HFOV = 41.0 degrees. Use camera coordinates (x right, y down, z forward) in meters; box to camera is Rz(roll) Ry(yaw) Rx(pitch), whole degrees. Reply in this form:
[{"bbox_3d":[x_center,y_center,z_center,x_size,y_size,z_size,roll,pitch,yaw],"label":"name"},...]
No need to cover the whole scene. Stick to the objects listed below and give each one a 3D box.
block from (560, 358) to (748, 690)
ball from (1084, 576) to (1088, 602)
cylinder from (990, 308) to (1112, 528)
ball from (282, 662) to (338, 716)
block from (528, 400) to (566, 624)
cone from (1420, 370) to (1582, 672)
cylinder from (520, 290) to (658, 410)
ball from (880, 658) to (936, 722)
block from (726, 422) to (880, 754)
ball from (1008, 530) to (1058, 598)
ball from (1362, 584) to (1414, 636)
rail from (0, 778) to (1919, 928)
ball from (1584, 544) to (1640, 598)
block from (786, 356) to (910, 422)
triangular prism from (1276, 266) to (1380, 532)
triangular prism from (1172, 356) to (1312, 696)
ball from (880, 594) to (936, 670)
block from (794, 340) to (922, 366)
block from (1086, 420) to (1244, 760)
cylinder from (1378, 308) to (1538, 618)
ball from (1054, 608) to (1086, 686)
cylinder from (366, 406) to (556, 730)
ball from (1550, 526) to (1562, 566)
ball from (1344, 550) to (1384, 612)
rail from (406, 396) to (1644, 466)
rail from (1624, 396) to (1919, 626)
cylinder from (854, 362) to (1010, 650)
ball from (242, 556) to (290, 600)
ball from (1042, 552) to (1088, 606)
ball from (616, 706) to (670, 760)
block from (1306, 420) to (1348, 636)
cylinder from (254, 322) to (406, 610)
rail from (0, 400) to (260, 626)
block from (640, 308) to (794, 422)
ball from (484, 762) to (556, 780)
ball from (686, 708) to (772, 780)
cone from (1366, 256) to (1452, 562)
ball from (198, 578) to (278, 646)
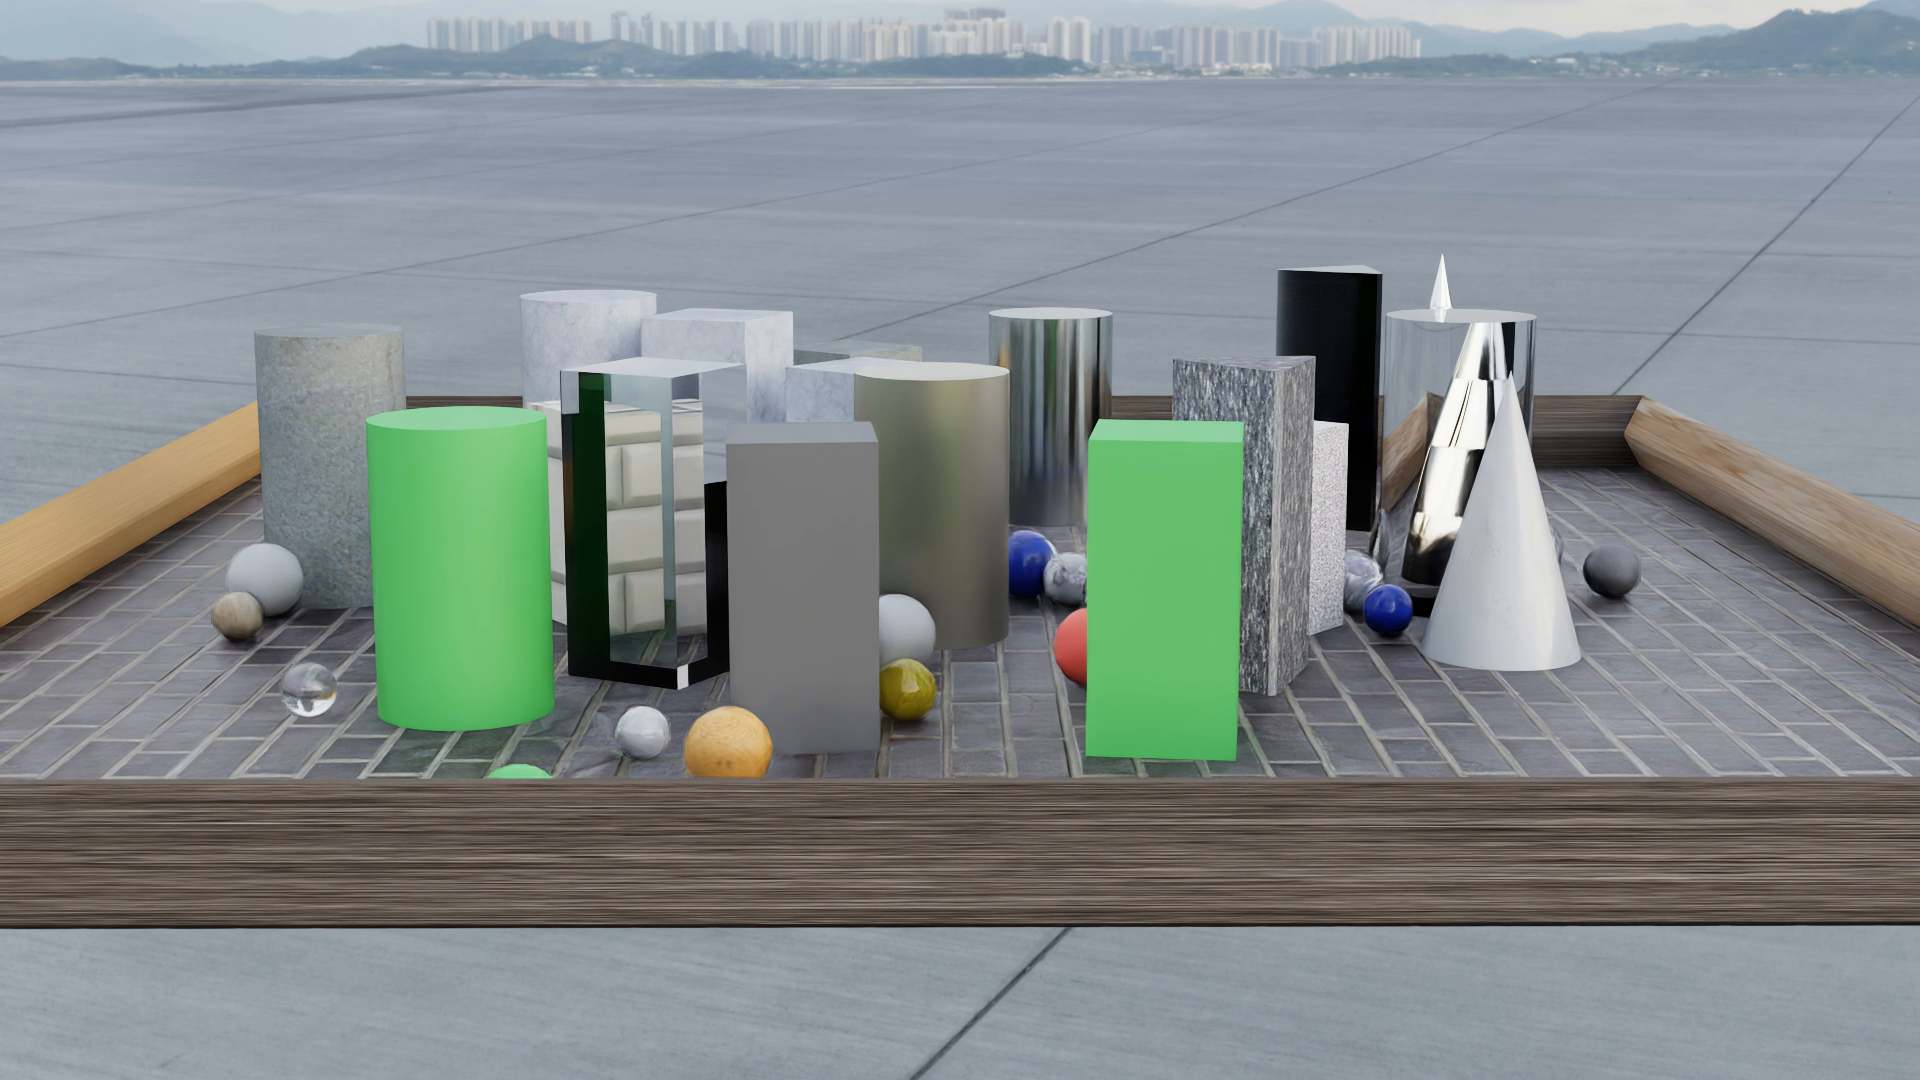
[{"bbox_3d":[-0.366,-0.025,3.105,0.160,0.371,0.160,6,12,28],"label":"block"},{"bbox_3d":[0.205,0.068,3.391,0.084,0.084,0.084,0,10,0],"label":"ball"},{"bbox_3d":[0.147,-0.202,4.170,0.200,0.333,0.200,0,10,0],"label":"cylinder"},{"bbox_3d":[-0.737,0.170,2.905,0.062,0.062,0.062,0,10,0],"label":"ball"},{"bbox_3d":[-0.464,-0.039,3.420,0.160,0.285,0.160,-7,13,-35],"label":"block"},{"bbox_3d":[0.679,-0.034,3.193,0.200,0.357,0.200,0,10,0],"label":"cone"},{"bbox_3d":[-0.544,-0.164,3.793,0.200,0.395,0.200,0,10,0],"label":"cylinder"},{"bbox_3d":[-0.062,0.169,2.885,0.071,0.071,0.071,0,10,0],"label":"ball"},{"bbox_3d":[-0.172,0.049,2.800,0.160,0.337,0.160,-1,11,-5],"label":"block"},{"bbox_3d":[0.090,0.033,3.556,0.093,0.093,0.093,0,10,0],"label":"ball"},{"bbox_3d":[0.554,0.090,3.322,0.066,0.066,0.066,0,10,0],"label":"ball"},{"bbox_3d":[0.007,0.263,2.208,2.527,0.130,0.045,0,10,0],"label":"rail"},{"bbox_3d":[0.903,0.042,3.556,0.076,0.076,0.076,0,10,0],"label":"ball"},{"bbox_3d":[-0.125,-0.079,3.531,0.160,0.323,0.160,8,13,38],"label":"block"},{"bbox_3d":[0.615,-0.233,4.131,0.173,0.408,0.150,6,12,29],"label":"triangular prism"},{"bbox_3d":[0.368,-0.026,3.083,0.150,0.381,0.173,-9,14,-39],"label":"triangular prism"},{"bbox_3d":[-0.078,0.114,3.103,0.098,0.098,0.098,0,10,0],"label":"ball"},{"bbox_3d":[-0.171,-0.148,3.962,0.160,0.302,0.160,9,14,40],"label":"block"},{"bbox_3d":[0.223,0.050,2.780,0.160,0.341,0.160,1,11,7],"label":"block"},{"bbox_3d":[0.673,-0.107,3.481,0.200,0.396,0.200,0,10,0],"label":"cylinder"},{"bbox_3d":[0.159,0.127,3.042,0.096,0.096,0.096,0,10,0],"label":"ball"},{"bbox_3d":[-0.565,0.028,2.913,0.200,0.337,0.200,0,10,0],"label":"cylinder"},{"bbox_3d":[0.804,0.017,3.636,0.096,0.096,0.096,0,10,0],"label":"ball"},{"bbox_3d":[0.530,0.055,3.463,0.083,0.083,0.083,0,10,0],"label":"ball"},{"bbox_3d":[-0.007,-0.196,4.689,2.527,0.130,0.045,0,10,0],"label":"rail"},{"bbox_3d":[1.240,0.032,3.456,0.045,0.130,2.570,0,10,0],"label":"rail"},{"bbox_3d":[-0.036,-0.047,3.307,0.200,0.342,0.200,0,10,0],"label":"cylinder"},{"bbox_3d":[-0.927,0.054,3.427,0.062,0.062,0.062,0,10,0],"label":"ball"},{"bbox_3d":[0.149,0.054,3.499,0.073,0.073,0.073,0,10,0],"label":"ball"},{"bbox_3d":[-0.337,0.205,2.727,0.057,0.057,0.057,0,10,0],"label":"ball"},{"bbox_3d":[0.393,-0.018,3.352,0.160,0.267,0.160,8,13,38],"label":"block"},{"bbox_3d":[-0.864,-0.106,3.549,0.200,0.370,0.200,0,10,0],"label":"cylinder"},{"bbox_3d":[-1.240,0.035,3.442,0.045,0.130,2.570,0,10,0],"label":"rail"},{"bbox_3d":[-0.341,-0.130,3.649,0.160,0.381,0.160,4,11,20],"label":"block"},{"bbox_3d":[-0.411,0.252,2.390,0.089,0.089,0.089,0,10,0],"label":"ball"},{"bbox_3d":[-0.234,0.213,2.597,0.087,0.087,0.087,0,10,0],"label":"ball"},{"bbox_3d":[0.698,-0.189,3.751,0.200,0.459,0.200,0,10,0],"label":"cone"},{"bbox_3d":[-0.926,0.098,3.292,0.099,0.099,0.099,0,10,0],"label":"ball"}]
